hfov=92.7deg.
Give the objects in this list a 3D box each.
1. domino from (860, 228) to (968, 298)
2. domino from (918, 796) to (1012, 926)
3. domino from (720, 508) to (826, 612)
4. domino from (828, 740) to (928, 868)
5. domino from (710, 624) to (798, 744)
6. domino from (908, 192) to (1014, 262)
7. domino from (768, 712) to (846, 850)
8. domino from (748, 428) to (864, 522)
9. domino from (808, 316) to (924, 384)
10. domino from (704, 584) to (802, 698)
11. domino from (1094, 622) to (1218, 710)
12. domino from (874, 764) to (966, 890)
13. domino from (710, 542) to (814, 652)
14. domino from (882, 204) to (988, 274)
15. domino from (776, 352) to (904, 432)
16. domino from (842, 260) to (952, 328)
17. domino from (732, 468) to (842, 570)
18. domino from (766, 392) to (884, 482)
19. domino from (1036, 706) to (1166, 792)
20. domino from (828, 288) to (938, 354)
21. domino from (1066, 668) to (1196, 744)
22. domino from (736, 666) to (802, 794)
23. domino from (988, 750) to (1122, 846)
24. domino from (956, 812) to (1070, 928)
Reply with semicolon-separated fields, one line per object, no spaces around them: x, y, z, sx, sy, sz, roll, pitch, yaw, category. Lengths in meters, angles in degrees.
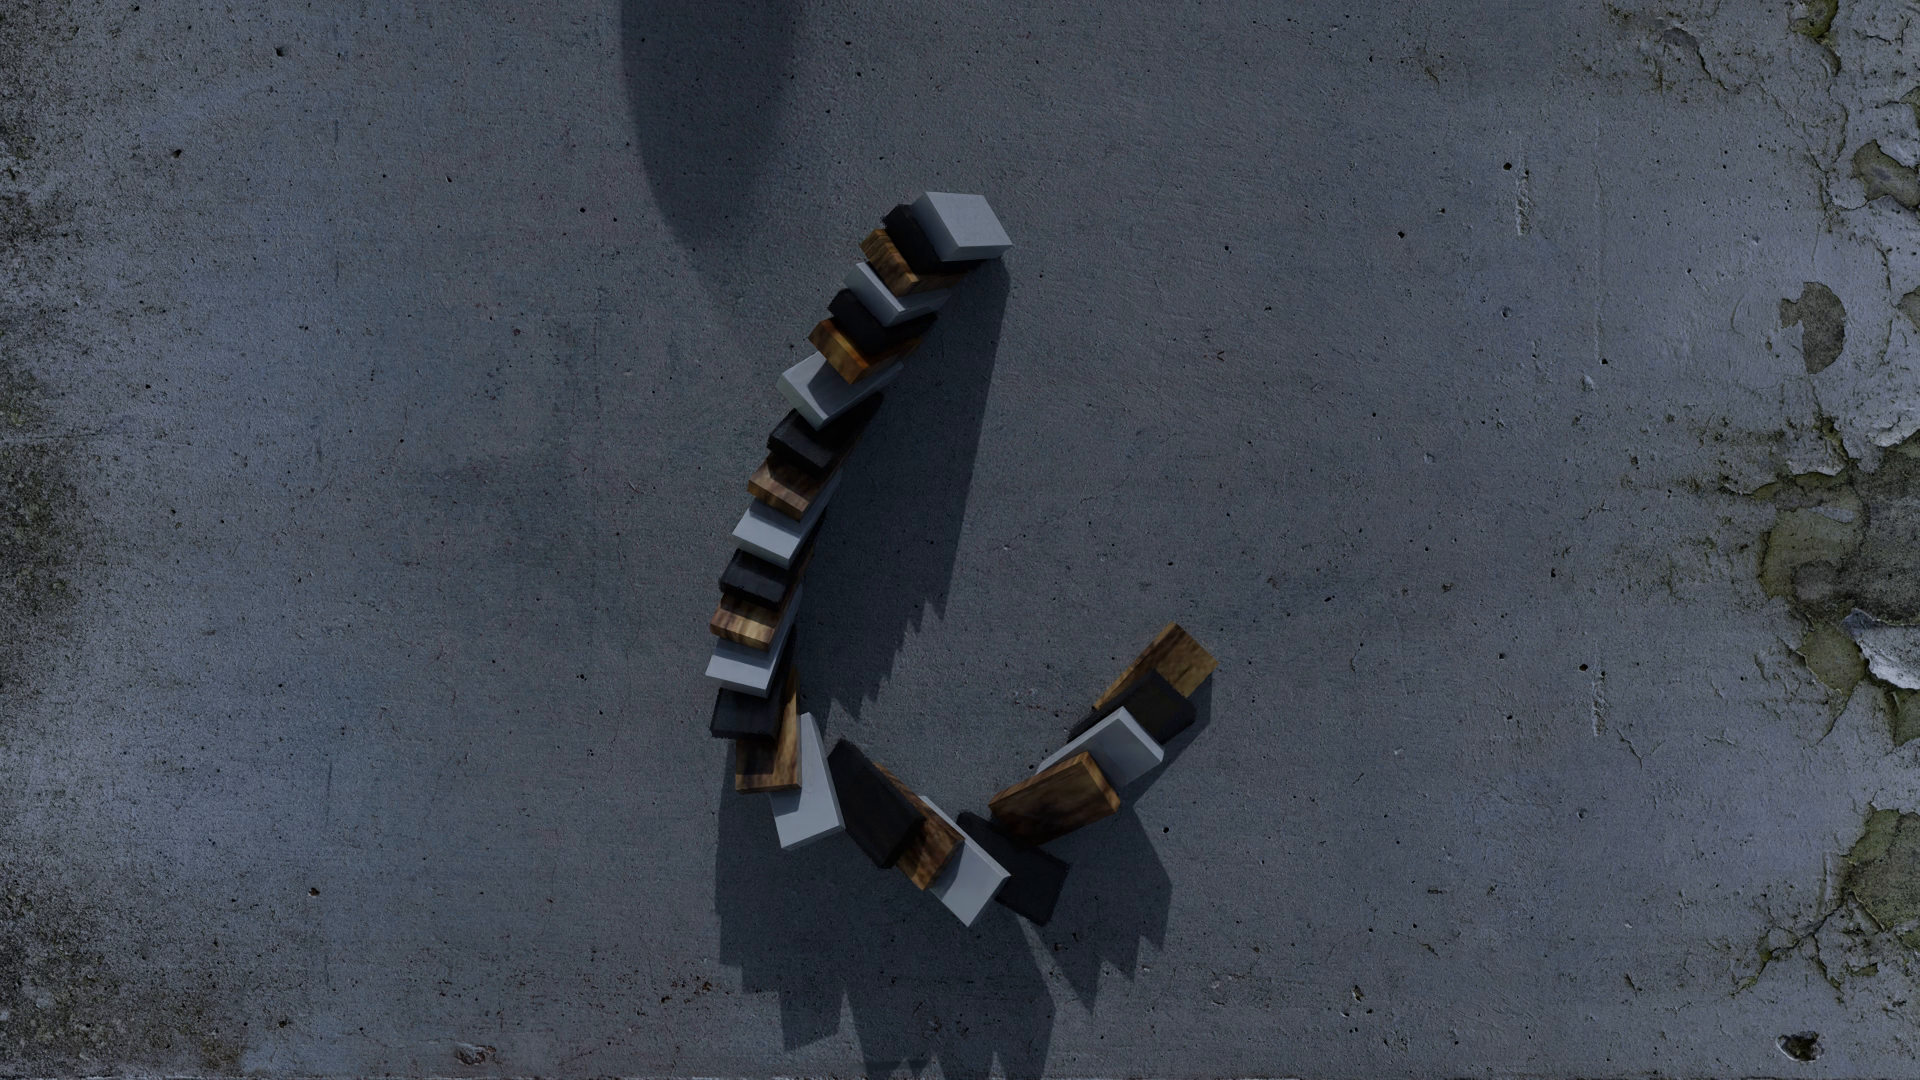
-0.018;-0.115;0.377;0.010;0.050;0.025;-36;90;33;domino
-0.006;0.134;0.384;0.050;0.009;0.025;36;92;26;domino
-0.077;0.003;0.382;0.025;0.010;0.050;21;58;1;domino
-0.040;0.109;0.382;0.050;0.009;0.025;37;91;33;domino
-0.085;0.058;0.383;0.025;0.010;0.050;6;57;0;domino
0.001;-0.129;0.377;0.010;0.050;0.025;-31;90;33;domino
-0.067;0.101;0.384;0.025;0.010;0.050;-22;62;1;domino
-0.064;-0.034;0.383;0.025;0.009;0.050;31;58;0;domino
-0.038;-0.082;0.377;0.025;0.050;0.010;48;126;0;domino
-0.085;0.039;0.383;0.025;0.009;0.050;13;58;0;domino
0.084;0.062;0.395;0.025;0.010;0.050;43;90;0;domino
-0.025;0.120;0.385;0.050;0.009;0.025;35;90;26;domino
-0.082;0.020;0.383;0.025;0.009;0.050;19;58;0;domino
-0.009;-0.124;0.376;0.010;0.050;0.025;-31;90;33;domino
-0.049;-0.068;0.381;0.025;0.009;0.050;48;54;1;domino
-0.025;-0.104;0.376;0.025;0.050;0.010;48;123;0;domino
-0.071;-0.014;0.382;0.025;0.009;0.050;24;58;2;domino
-0.055;-0.050;0.381;0.025;0.010;0.050;34;54;0;domino
0.058;0.093;0.383;0.025;0.010;0.050;46;120;-2;domino
-0.031;-0.093;0.376;0.025;0.050;0.010;48;123;0;domino
0.071;0.078;0.382;0.025;0.009;0.050;44;120;-1;domino
-0.080;0.079;0.384;0.025;0.010;0.050;-6;63;0;domino
0.039;0.110;0.384;0.050;0.010;0.025;-33;90;28;domino
0.018;0.137;0.384;0.050;0.010;0.025;21;91;27;domino
